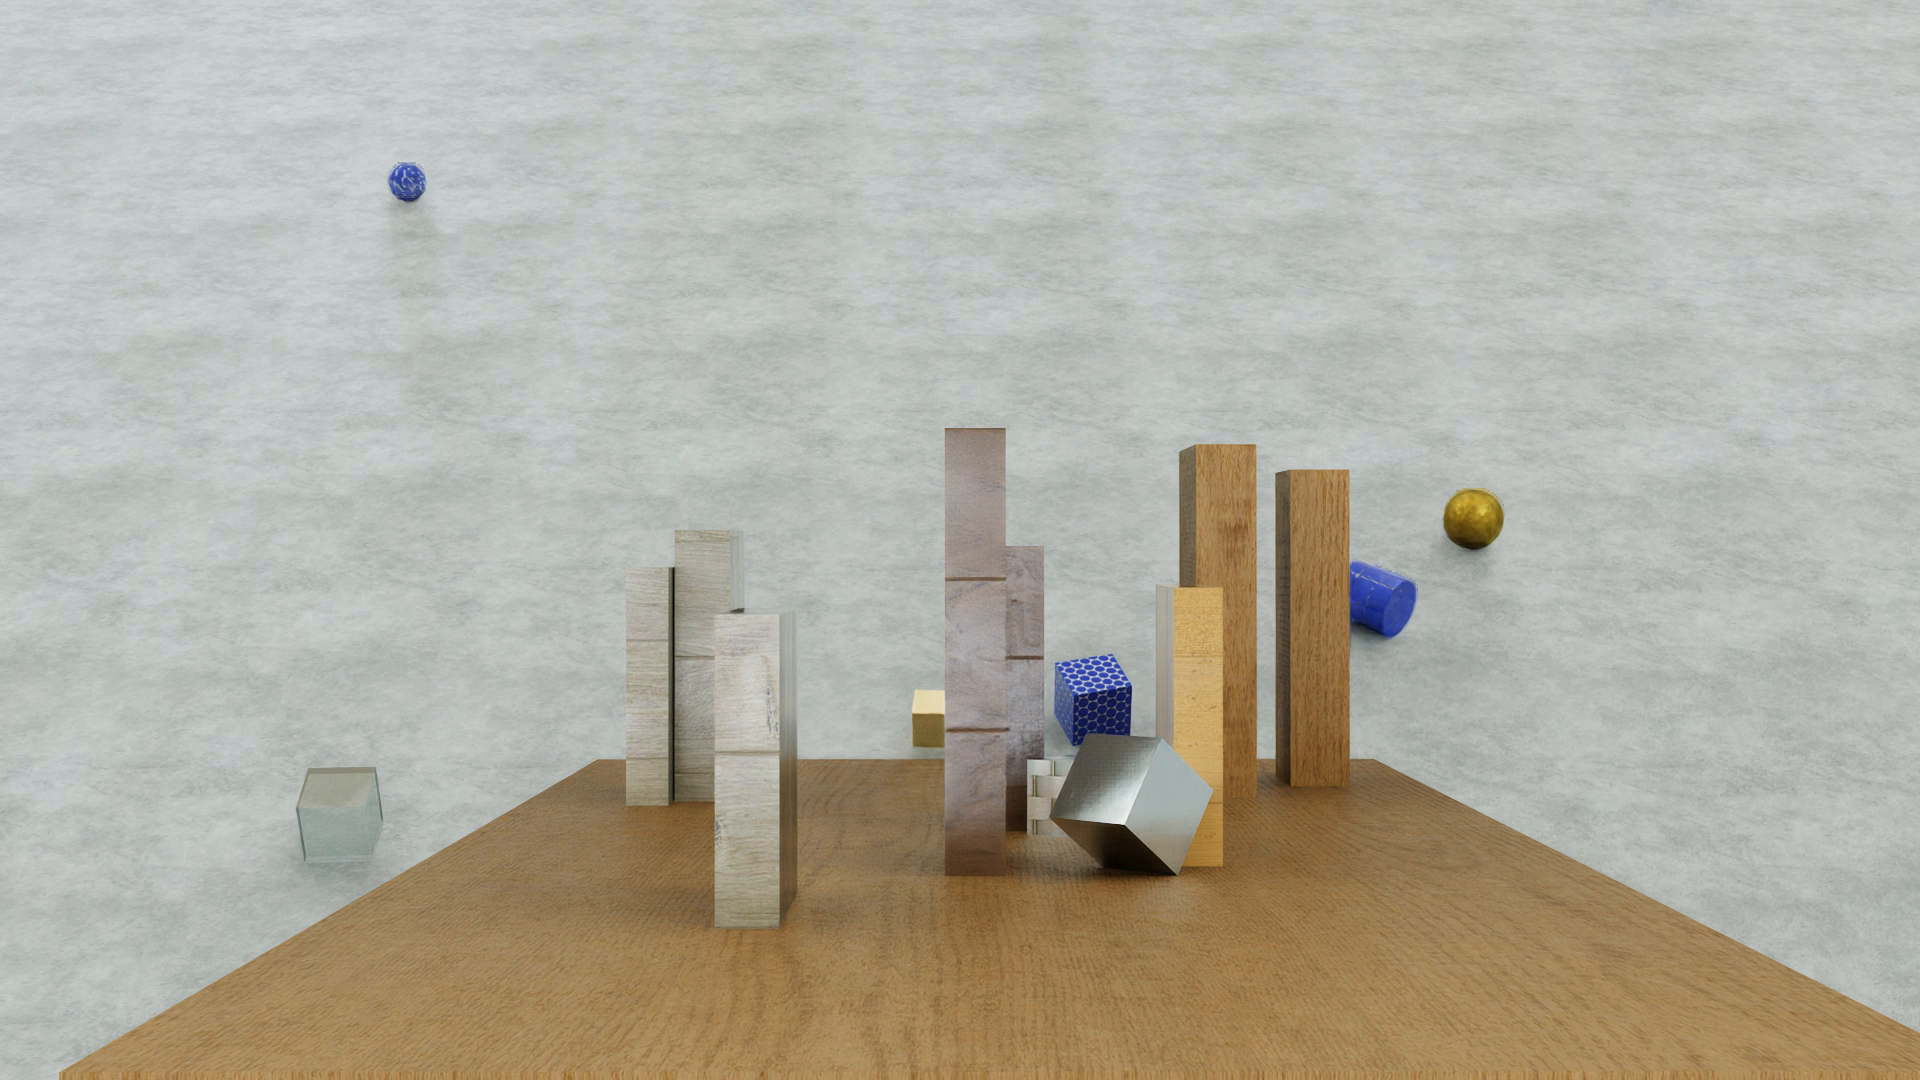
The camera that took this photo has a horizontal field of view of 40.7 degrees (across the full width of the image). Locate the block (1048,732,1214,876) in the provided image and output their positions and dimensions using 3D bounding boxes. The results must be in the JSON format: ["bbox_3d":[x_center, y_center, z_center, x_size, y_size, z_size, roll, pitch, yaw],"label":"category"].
[{"bbox_3d":[0.287,0.440,4.326,0.165,0.165,0.165,0,55,44],"label":"block"}]

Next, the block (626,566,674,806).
[{"bbox_3d":[-0.660,0.310,5.590,0.089,0.502,0.261,0,0,0],"label":"block"}]

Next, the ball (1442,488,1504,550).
[{"bbox_3d":[1.532,-0.063,7.727,0.180,0.180,0.180,0,31,0],"label":"ball"}]

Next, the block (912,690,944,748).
[{"bbox_3d":[-0.069,0.476,6.886,0.109,0.109,0.109,2,31,3],"label":"block"}]

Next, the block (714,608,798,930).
[{"bbox_3d":[-0.303,0.330,3.890,0.092,0.447,0.415,0,0,0],"label":"block"}]

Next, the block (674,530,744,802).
[{"bbox_3d":[-0.553,0.270,5.742,0.119,0.582,0.380,0,0,0],"label":"block"}]

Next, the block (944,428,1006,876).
[{"bbox_3d":[0.025,0.186,4.431,0.101,0.741,0.305,0,0,0],"label":"block"}]

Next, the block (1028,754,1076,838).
[{"bbox_3d":[0.226,0.487,4.928,0.142,0.142,0.142,0,0,35],"label":"block"}]

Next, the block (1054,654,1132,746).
[{"bbox_3d":[0.354,0.426,6.917,0.162,0.162,0.162,-8,32,-14],"label":"block"}]

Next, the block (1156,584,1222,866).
[{"bbox_3d":[0.406,0.319,4.614,0.083,0.475,0.407,0,0,0],"label":"block"}]

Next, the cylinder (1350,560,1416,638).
[{"bbox_3d":[1.176,0.167,7.347,0.170,0.170,0.170,24,38,35],"label":"cylinder"}]

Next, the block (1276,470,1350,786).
[{"bbox_3d":[0.820,0.201,6.036,0.135,0.722,0.279,0,0,0],"label":"block"}]

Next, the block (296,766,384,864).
[{"bbox_3d":[-1.548,0.686,6.470,0.169,0.169,0.169,-1,31,-2],"label":"block"}]

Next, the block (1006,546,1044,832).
[{"bbox_3d":[0.108,0.285,5.107,0.107,0.547,0.294,0,0,0],"label":"block"}]

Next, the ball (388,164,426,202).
[{"bbox_3d":[-2.133,-1.380,9.990,0.146,0.146,0.146,0,31,0],"label":"ball"}]

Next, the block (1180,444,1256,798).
[{"bbox_3d":[0.579,0.177,5.838,0.132,0.769,0.431,0,0,0],"label":"block"}]

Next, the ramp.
[{"bbox_3d":[0.068,0.607,4.674,2.000,0.100,4.000,0,0,0],"label":"ramp"}]
